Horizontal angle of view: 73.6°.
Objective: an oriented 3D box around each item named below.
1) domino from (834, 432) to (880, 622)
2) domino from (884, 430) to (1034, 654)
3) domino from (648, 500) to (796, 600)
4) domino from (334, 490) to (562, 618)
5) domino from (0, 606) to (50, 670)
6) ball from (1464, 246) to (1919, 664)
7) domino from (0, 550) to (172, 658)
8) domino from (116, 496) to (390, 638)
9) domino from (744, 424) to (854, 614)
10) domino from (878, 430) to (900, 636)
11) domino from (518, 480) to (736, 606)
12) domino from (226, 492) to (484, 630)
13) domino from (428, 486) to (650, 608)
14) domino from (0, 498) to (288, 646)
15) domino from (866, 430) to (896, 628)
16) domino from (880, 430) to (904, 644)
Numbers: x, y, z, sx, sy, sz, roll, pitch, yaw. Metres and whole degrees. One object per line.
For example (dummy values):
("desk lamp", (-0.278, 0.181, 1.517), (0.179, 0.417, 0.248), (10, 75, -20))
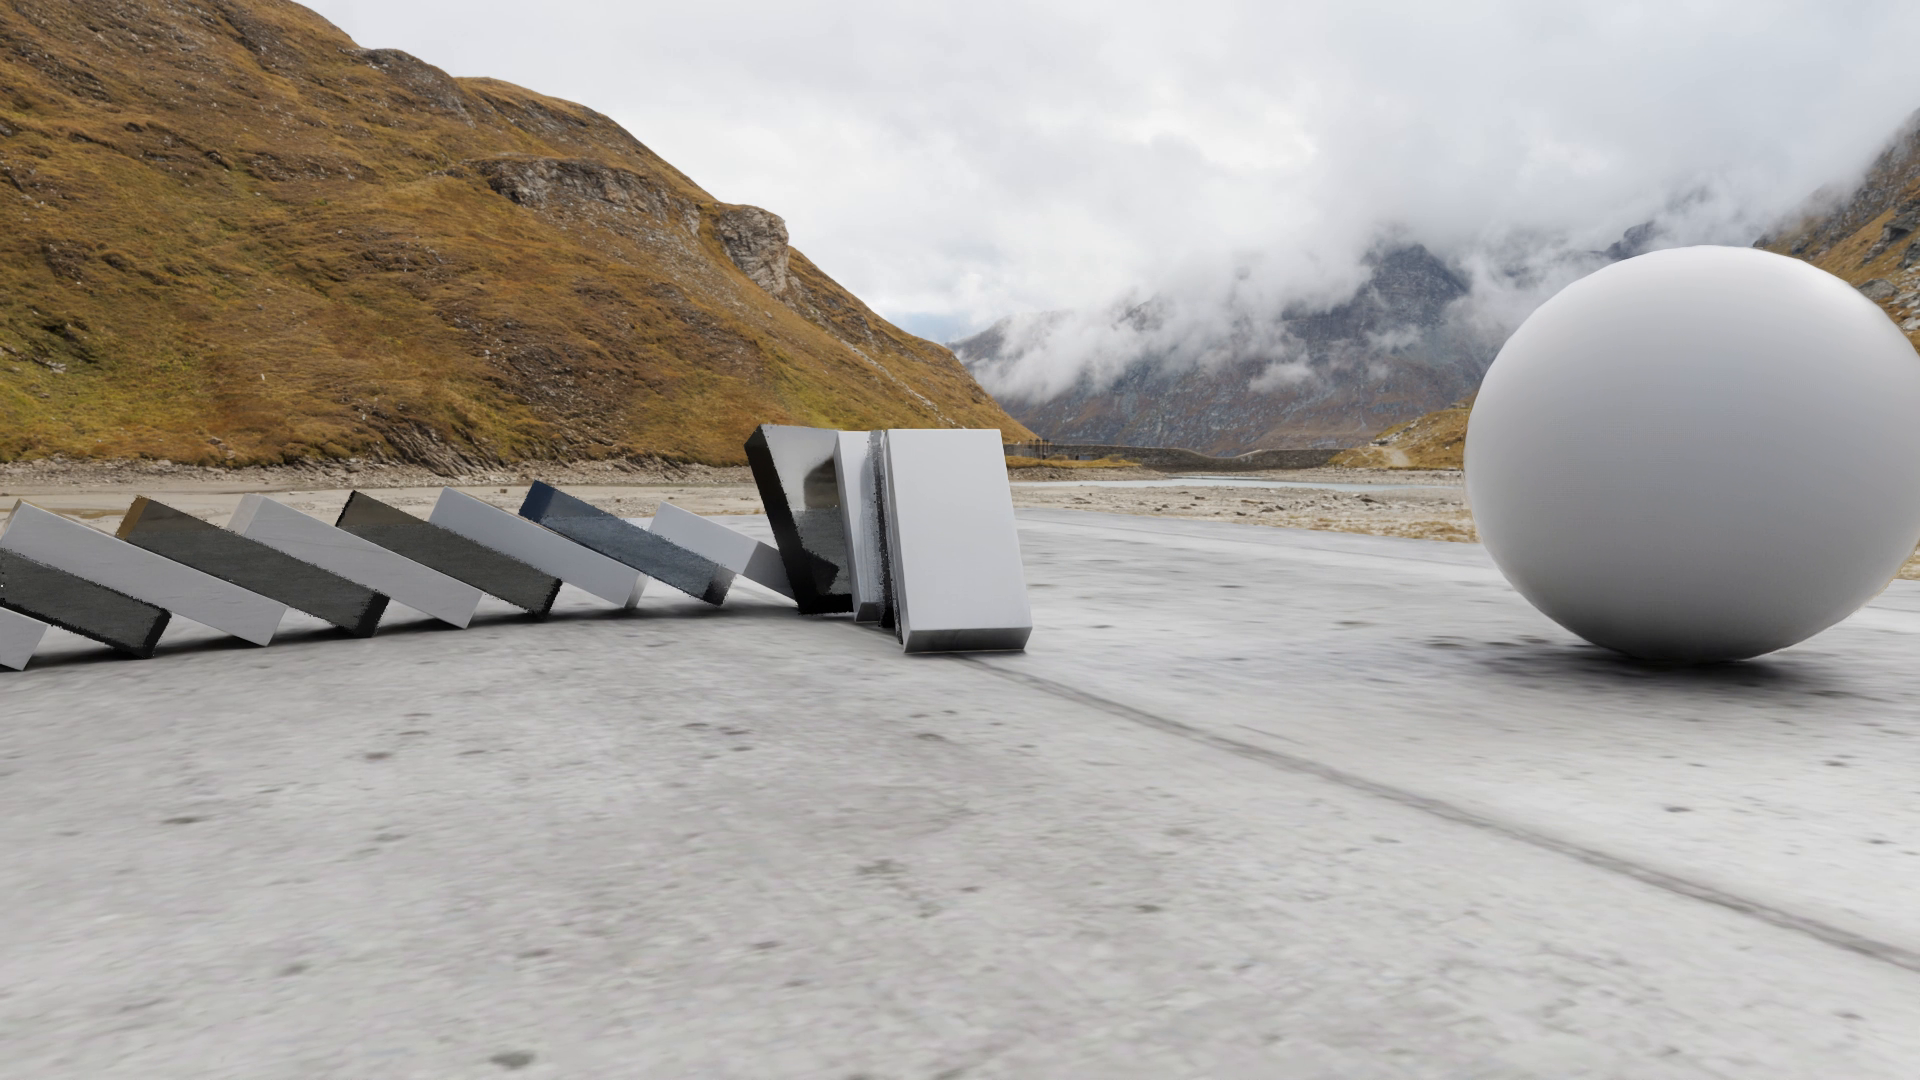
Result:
("domino", (-0.016, -0.004, 0.318), (0.025, 0.050, 0.009), (-1, -33, -15))
("domino", (-0.001, -0.001, 0.272), (0.025, 0.050, 0.009), (-1, -33, -11))
("domino", (-0.059, 0.004, 0.339), (0.025, 0.010, 0.050), (30, -8, -42))
("domino", (-0.122, 0.003, 0.307), (0.050, 0.009, 0.025), (27, -9, -21))
("domino", (-0.199, 0.009, 0.237), (0.050, 0.009, 0.025), (32, -15, -34))
("ball", (0.141, -0.016, 0.249), (0.080, 0.080, 0.080), (0, 4, 0))
("domino", (-0.184, 0.008, 0.250), (0.050, 0.009, 0.025), (32, -16, -35))
("domino", (-0.153, 0.006, 0.278), (0.050, 0.009, 0.025), (31, -15, -35))
("domino", (-0.035, -0.006, 0.325), (0.025, 0.050, 0.009), (0, -32, -41))
("domino", (-0.004, -0.002, 0.296), (0.025, 0.050, 0.010), (-1, -33, -11))
("domino", (-0.083, 0.001, 0.325), (0.050, 0.009, 0.025), (25, -6, 3))
("domino", (-0.137, 0.005, 0.291), (0.050, 0.009, 0.025), (31, -15, -35))
("domino", (-0.103, 0.002, 0.319), (0.050, 0.009, 0.025), (24, -6, -6))
("domino", (-0.169, 0.007, 0.265), (0.050, 0.009, 0.025), (31, -15, -35))
("domino", (-0.008, -0.003, 0.307), (0.025, 0.050, 0.010), (0, -33, -11))
("domino", (-0.003, -0.002, 0.284), (0.025, 0.050, 0.009), (-1, -33, -11))
